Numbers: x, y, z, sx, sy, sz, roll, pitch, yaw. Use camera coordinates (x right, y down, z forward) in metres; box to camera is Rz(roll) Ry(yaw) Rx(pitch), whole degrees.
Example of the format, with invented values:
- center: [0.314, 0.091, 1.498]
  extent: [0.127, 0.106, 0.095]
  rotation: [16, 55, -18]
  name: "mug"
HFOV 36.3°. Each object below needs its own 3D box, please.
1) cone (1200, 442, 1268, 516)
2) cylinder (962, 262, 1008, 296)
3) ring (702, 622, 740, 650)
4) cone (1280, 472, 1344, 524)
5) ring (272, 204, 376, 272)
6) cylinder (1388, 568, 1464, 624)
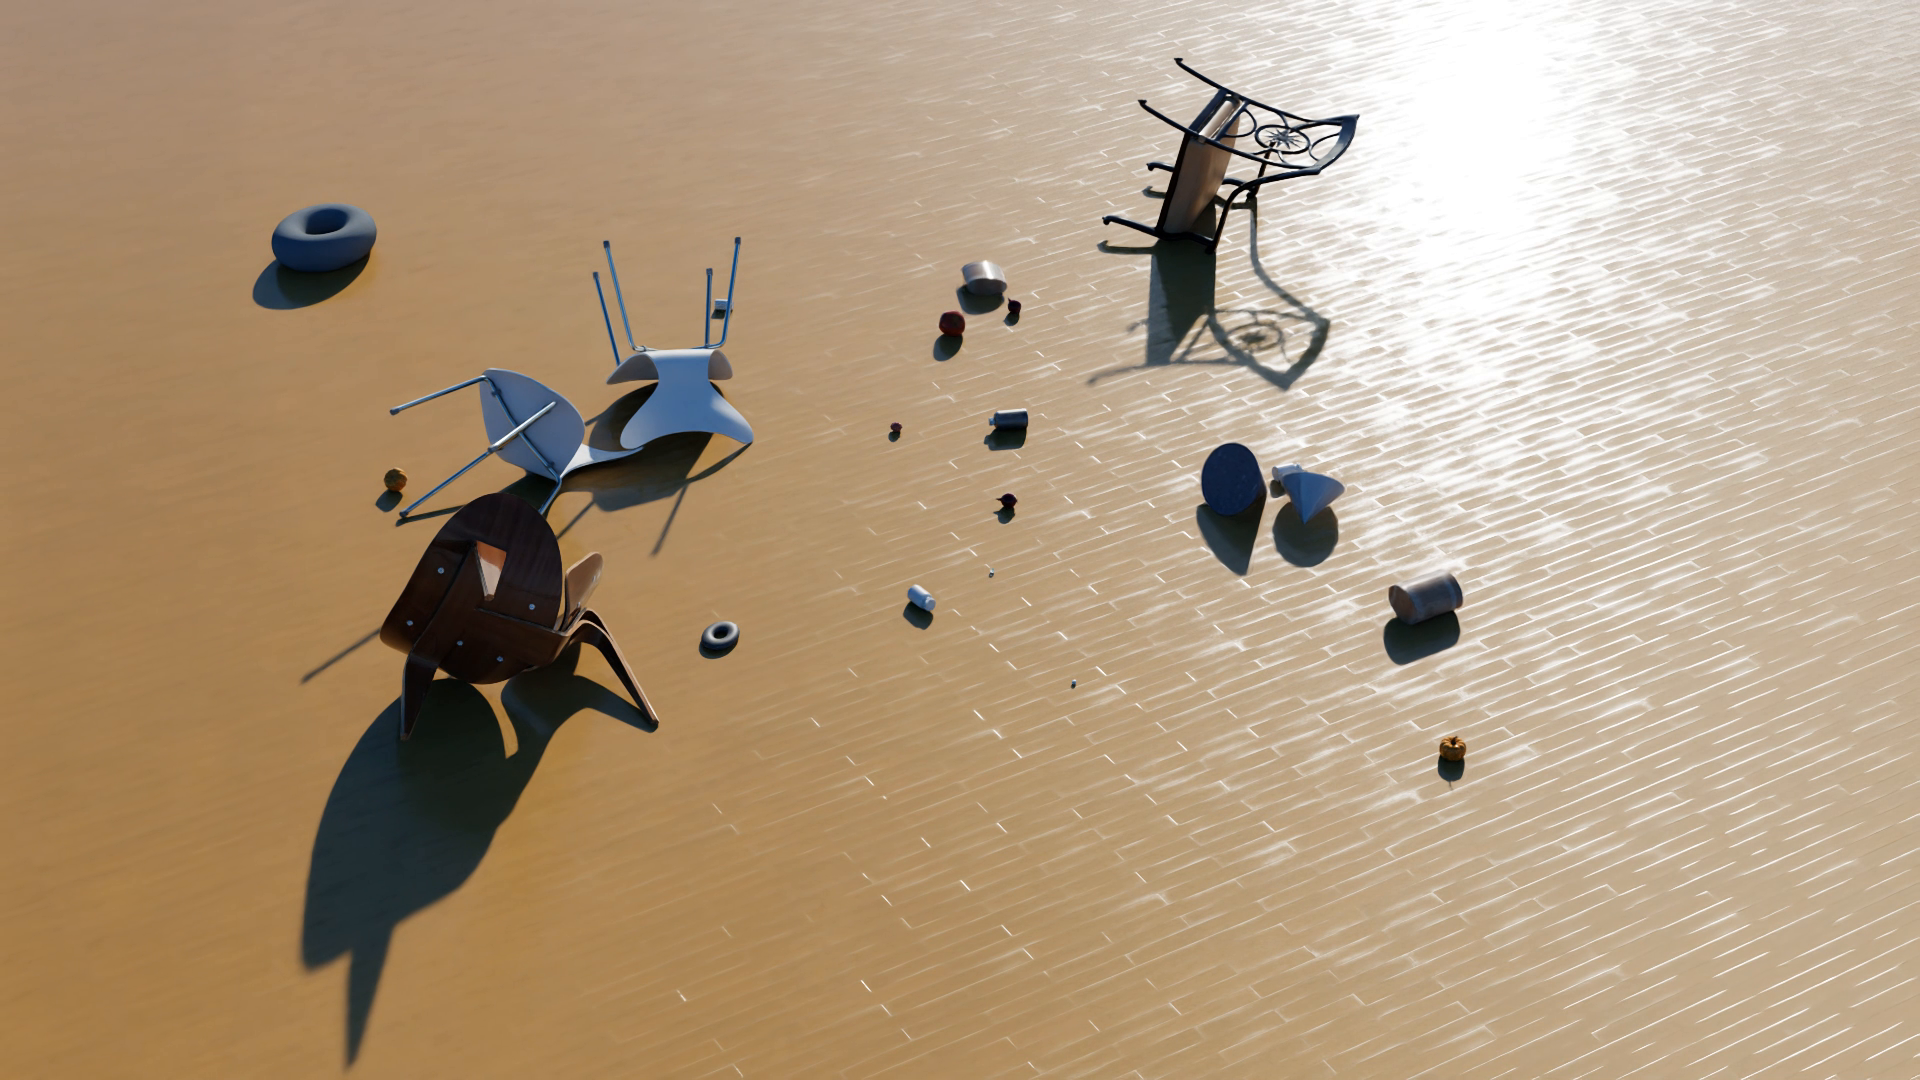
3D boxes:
- center: [1.101, -0.209, 11.156]
  extent: [0.219, 0.273, 0.314]
  rotation: [16, 17, -41]
  name: "cone"
- center: [0.104, -1.122, 12.570]
  extent: [0.176, 0.083, 0.151]
  rotation: [0, 33, -11]
  name: "cylinder"
- center: [-0.850, 0.339, 10.405]
  extent: [0.130, 0.029, 0.171]
  rotation: [12, 35, 16]
  name: "ring"
- center: [1.314, -0.133, 11.065]
  extent: [0.252, 0.208, 0.170]
  rotation: [5, 65, 22]
  name: "cone"
- center: [-2.775, -1.321, 12.802]
  extent: [0.405, 0.165, 0.484]
  rotation: [25, 40, 31]
  name: "ring"
- center: [1.671, 0.203, 10.518]
  extent: [0.211, 0.129, 0.168]
  rotation: [-18, 50, -25]
  name: "cylinder"
